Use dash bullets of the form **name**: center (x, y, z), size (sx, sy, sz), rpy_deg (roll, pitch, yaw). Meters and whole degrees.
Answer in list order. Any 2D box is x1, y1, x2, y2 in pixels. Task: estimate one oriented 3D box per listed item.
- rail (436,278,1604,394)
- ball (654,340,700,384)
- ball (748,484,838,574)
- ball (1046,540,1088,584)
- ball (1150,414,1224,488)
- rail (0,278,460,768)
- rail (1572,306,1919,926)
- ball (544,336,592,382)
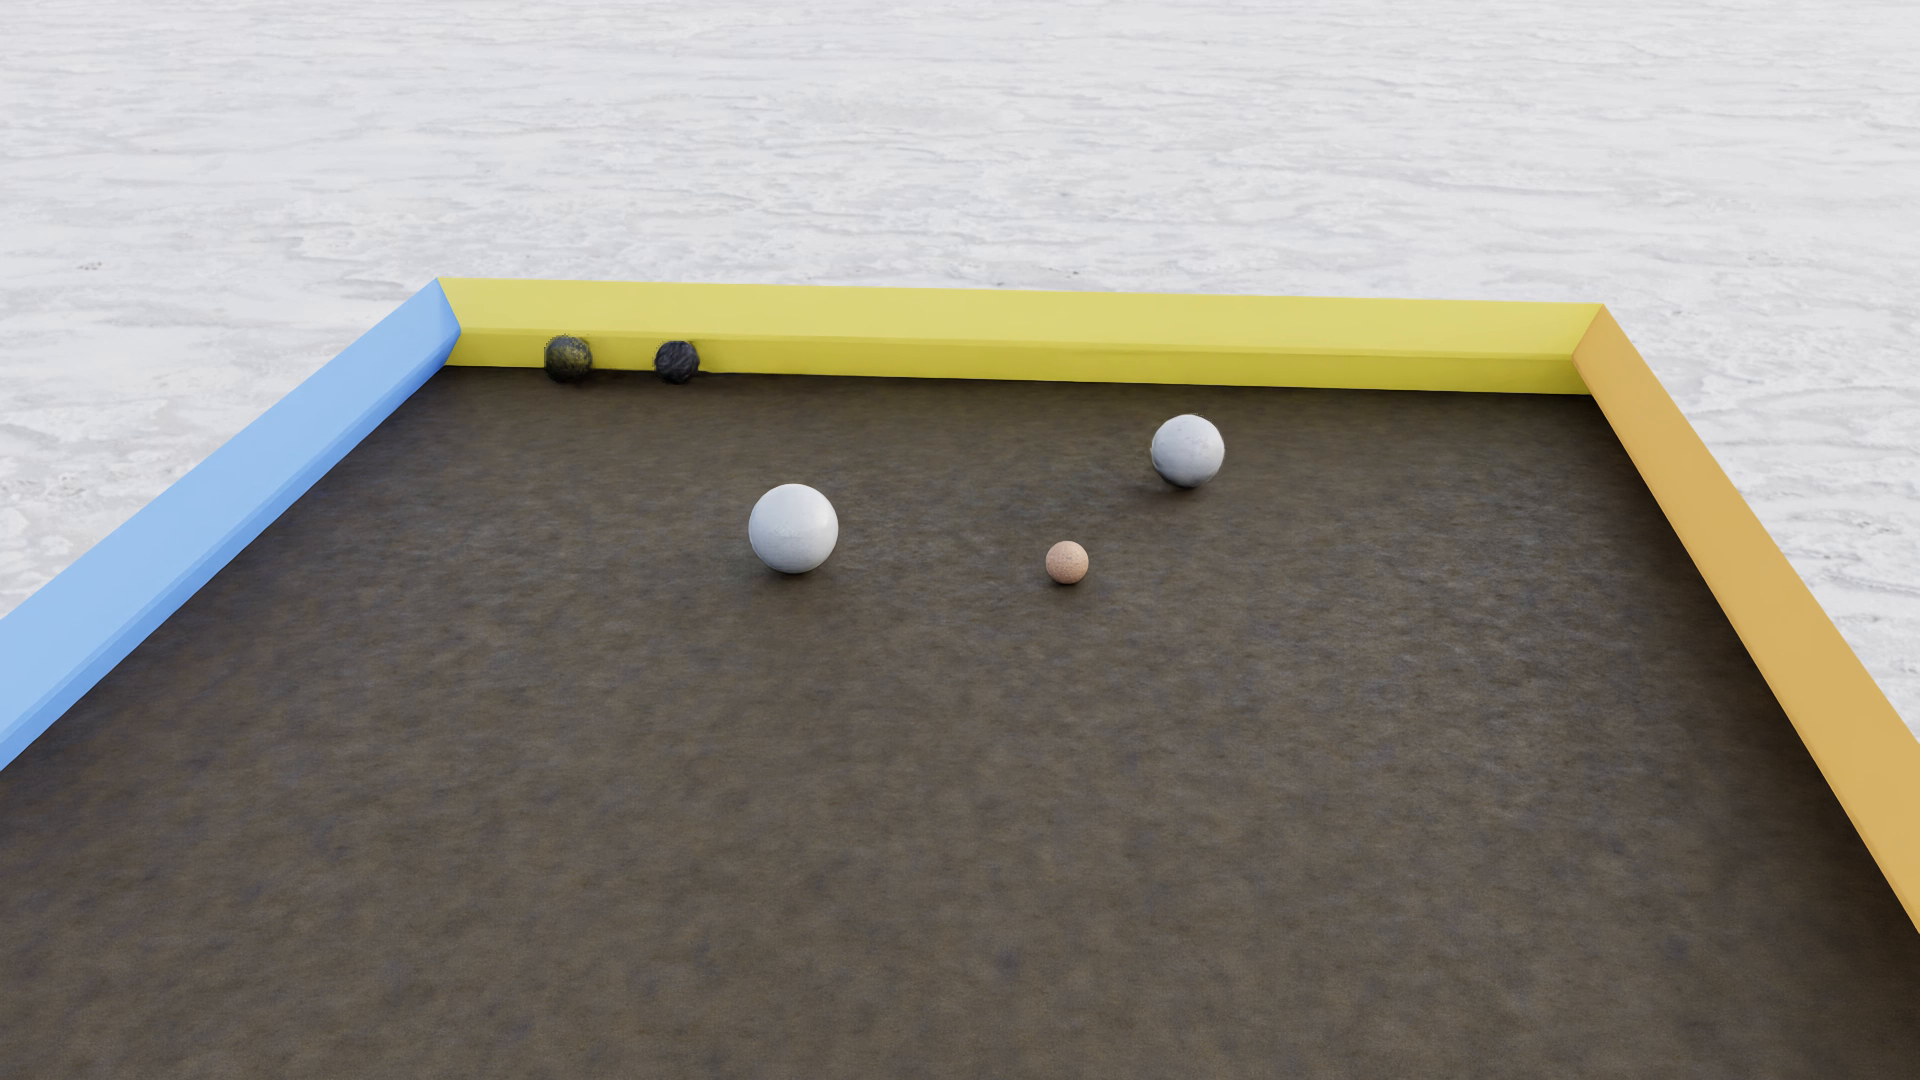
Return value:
- **rail**: center (0.064, -0.281, 3.077), size (1.638, 0.129, 0.045), rpy_deg (2, 21, 5)
- **ball**: center (-0.398, -0.250, 3.092), size (0.062, 0.062, 0.062), rpy_deg (0, 21, 0)
- **ball**: center (-0.183, -0.013, 2.418), size (0.099, 0.099, 0.099), rpy_deg (0, 21, 0)
- **ball**: center (0.116, 0.024, 2.394), size (0.047, 0.047, 0.047), rpy_deg (0, 21, 0)
- **ball**: center (0.278, -0.108, 2.683), size (0.089, 0.089, 0.089), rpy_deg (0, 21, 0)
- **rail**: center (-0.858, 0.212, 1.786), size (0.045, 0.129, 2.965), rpy_deg (2, 21, 5)
- **rail**: center (0.726, 0.262, 1.654), size (0.045, 0.129, 2.965), rpy_deg (2, 21, 5)
- **ball**: center (-0.552, -0.255, 3.101), size (0.065, 0.065, 0.065), rpy_deg (0, 21, 0)
